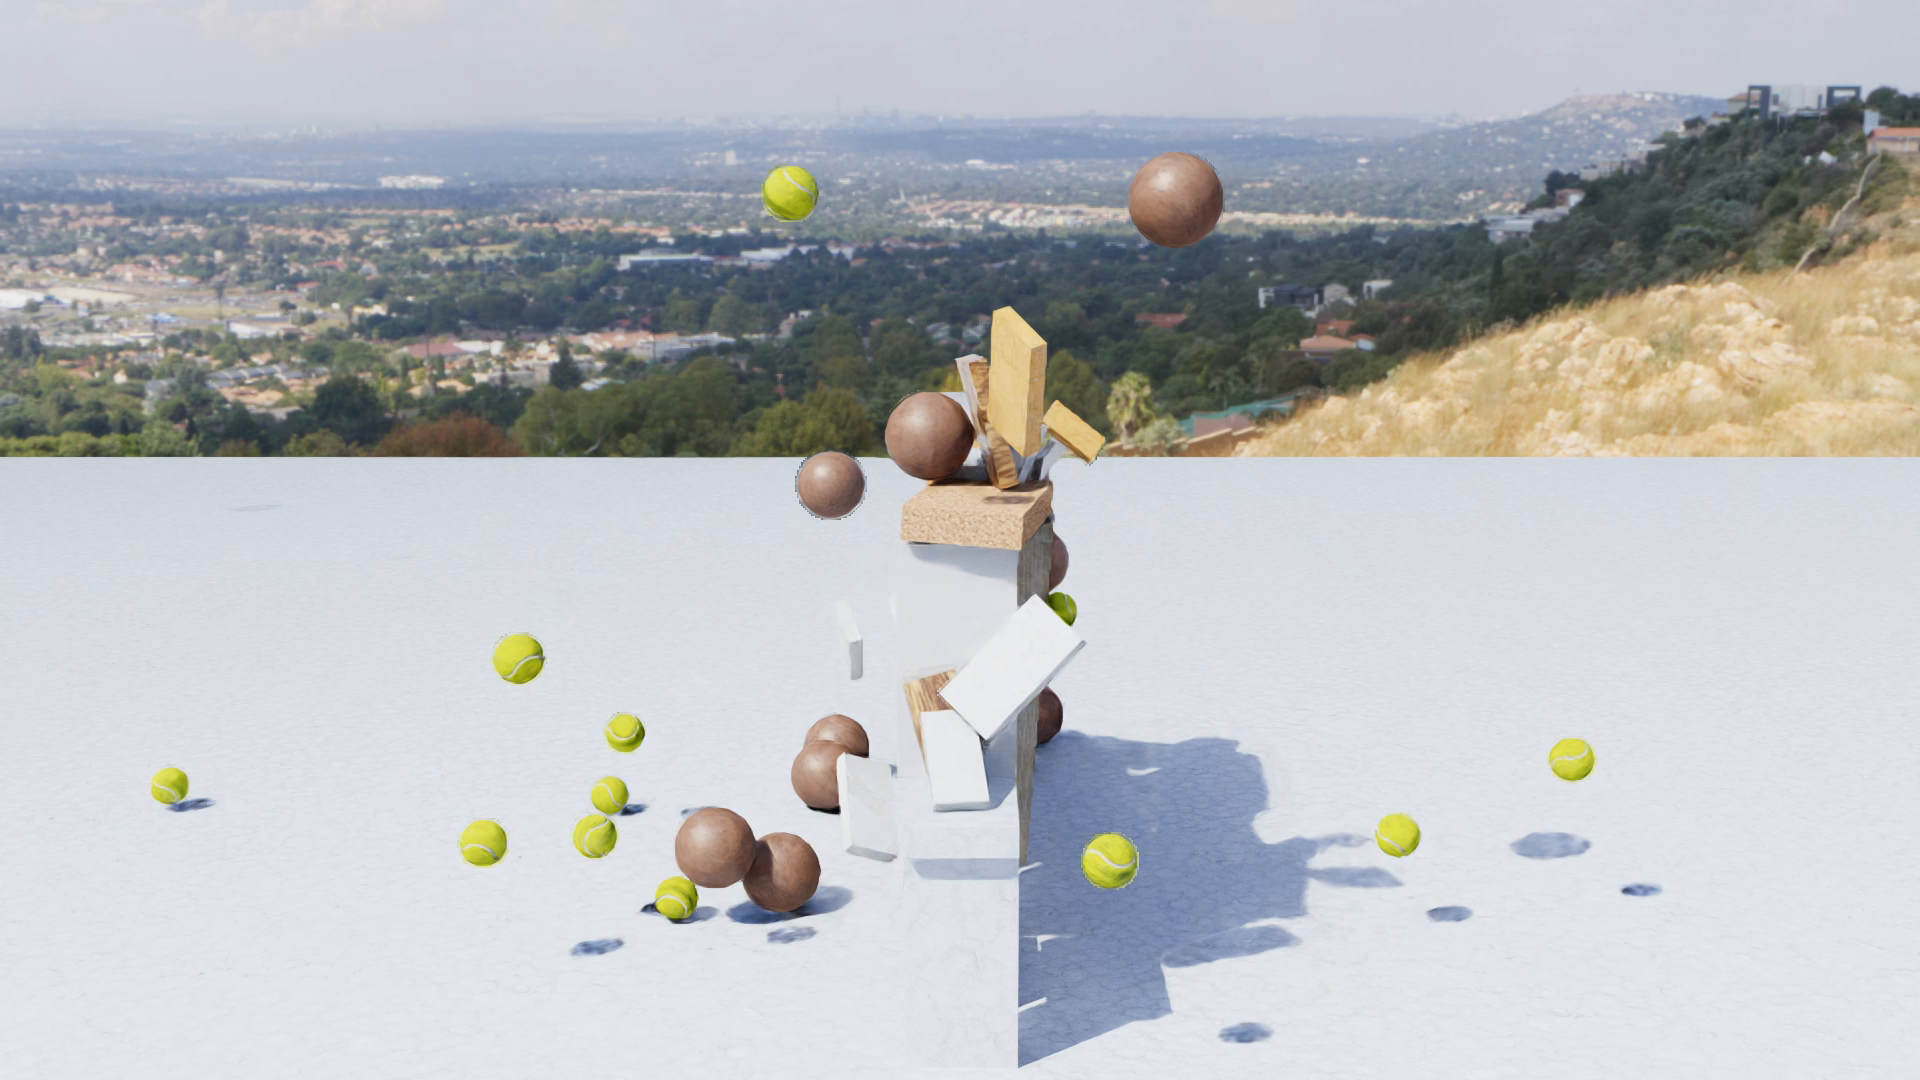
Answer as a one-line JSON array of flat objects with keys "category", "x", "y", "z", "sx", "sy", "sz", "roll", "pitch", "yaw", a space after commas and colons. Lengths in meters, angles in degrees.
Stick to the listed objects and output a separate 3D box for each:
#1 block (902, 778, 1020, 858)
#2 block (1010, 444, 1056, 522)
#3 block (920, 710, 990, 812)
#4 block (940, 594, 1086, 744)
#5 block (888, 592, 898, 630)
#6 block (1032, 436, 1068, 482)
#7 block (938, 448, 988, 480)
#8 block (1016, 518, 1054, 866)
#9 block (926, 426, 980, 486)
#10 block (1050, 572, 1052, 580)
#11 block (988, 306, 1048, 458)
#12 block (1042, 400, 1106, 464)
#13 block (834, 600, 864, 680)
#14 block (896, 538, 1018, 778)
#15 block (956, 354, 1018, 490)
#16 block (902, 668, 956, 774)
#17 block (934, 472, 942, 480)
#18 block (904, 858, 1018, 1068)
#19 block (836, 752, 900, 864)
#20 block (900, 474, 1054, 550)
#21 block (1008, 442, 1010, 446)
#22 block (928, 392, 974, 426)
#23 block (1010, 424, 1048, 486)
[{"category": "block", "x": 0.002, "y": 0.371, "z": 3.046, "sx": 0.153, "sy": 0.043, "sz": 0.307, "roll": 0, "pitch": 10, "yaw": 0}, {"category": "block", "x": 0.109, "y": -0.096, "z": 3.812, "sx": 0.080, "sy": 0.159, "sz": 0.023, "roll": 6, "pitch": -37, "yaw": -27}, {"category": "block", "x": -0.008, "y": 0.300, "z": 2.999, "sx": 0.075, "sy": 0.021, "sz": 0.150, "roll": -2, "pitch": 51, "yaw": -10}, {"category": "block", "x": 0.073, "y": 0.176, "z": 3.015, "sx": 0.095, "sy": 0.190, "sz": 0.027, "roll": 44, "pitch": 0, "yaw": 21}, {"category": "block", "x": -0.040, "y": 0.121, "z": 4.209, "sx": 0.182, "sy": 0.091, "sz": 0.026, "roll": -20, "pitch": -17, "yaw": 10}, {"category": "block", "x": 0.139, "y": -0.133, "z": 3.315, "sx": 0.014, "sy": 0.048, "sz": 0.095, "roll": 26, "pitch": 45, "yaw": 16}, {"category": "block", "x": 0.007, "y": -0.117, "z": 3.350, "sx": 0.073, "sy": 0.021, "sz": 0.146, "roll": 1, "pitch": 13, "yaw": -4}, {"category": "block", "x": 0.035, "y": 0.228, "z": 3.325, "sx": 0.168, "sy": 0.538, "sz": 0.048, "roll": 3, "pitch": 13, "yaw": -3}, {"category": "block", "x": 0.004, "y": -0.124, "z": 3.484, "sx": 0.099, "sy": 0.028, "sz": 0.199, "roll": -1, "pitch": 36, "yaw": 6}, {"category": "block", "x": 0.066, "y": 0.134, "z": 4.325, "sx": 0.091, "sy": 0.026, "sz": 0.350, "roll": -1, "pitch": -24, "yaw": -25}, {"category": "block", "x": 0.078, "y": -0.216, "z": 3.024, "sx": 0.027, "sy": 0.190, "sz": 0.095, "roll": -21, "pitch": 47, "yaw": -24}, {"category": "block", "x": 0.169, "y": -0.163, "z": 3.305, "sx": 0.048, "sy": 0.095, "sz": 0.014, "roll": -57, "pitch": 8, "yaw": -33}, {"category": "block", "x": -0.218, "y": 0.197, "z": 4.317, "sx": 0.026, "sy": 0.091, "sz": 0.182, "roll": -18, "pitch": -25, "yaw": -11}, {"category": "block", "x": -0.003, "y": 0.167, "z": 3.103, "sx": 0.168, "sy": 0.337, "sz": 0.048, "roll": 0, "pitch": 11, "yaw": 2}, {"category": "block", "x": 0.040, "y": -0.174, "z": 3.212, "sx": 0.027, "sy": 0.190, "sz": 0.095, "roll": -17, "pitch": 11, "yaw": -8}, {"category": "block", "x": -0.024, "y": 0.262, "z": 3.063, "sx": 0.075, "sy": 0.150, "sz": 0.021, "roll": -15, "pitch": -1, "yaw": -11}, {"category": "block", "x": 0.001, "y": -0.033, "z": 3.382, "sx": 0.073, "sy": 0.146, "sz": 0.021, "roll": -3, "pitch": -4, "yaw": 5}, {"category": "block", "x": 0.002, "y": 0.563, "z": 2.975, "sx": 0.153, "sy": 0.307, "sz": 0.043, "roll": 0, "pitch": 12, "yaw": 0}, {"category": "block", "x": -0.128, "y": 0.371, "z": 3.047, "sx": 0.075, "sy": 0.021, "sz": 0.150, "roll": 18, "pitch": 44, "yaw": -28}, {"category": "block", "x": 0.029, "y": -0.044, "z": 3.173, "sx": 0.168, "sy": 0.048, "sz": 0.337, "roll": 5, "pitch": 10, "yaw": 9}, {"category": "block", "x": 0.040, "y": -0.134, "z": 3.752, "sx": 0.095, "sy": 0.189, "sz": 0.027, "roll": -1, "pitch": -34, "yaw": -11}, {"category": "block", "x": 0.008, "y": -0.214, "z": 3.578, "sx": 0.099, "sy": 0.028, "sz": 0.199, "roll": 0, "pitch": 10, "yaw": 6}, {"category": "block", "x": 0.096, "y": -0.131, "z": 3.275, "sx": 0.014, "sy": 0.095, "sz": 0.048, "roll": 25, "pitch": -3, "yaw": -31}]
